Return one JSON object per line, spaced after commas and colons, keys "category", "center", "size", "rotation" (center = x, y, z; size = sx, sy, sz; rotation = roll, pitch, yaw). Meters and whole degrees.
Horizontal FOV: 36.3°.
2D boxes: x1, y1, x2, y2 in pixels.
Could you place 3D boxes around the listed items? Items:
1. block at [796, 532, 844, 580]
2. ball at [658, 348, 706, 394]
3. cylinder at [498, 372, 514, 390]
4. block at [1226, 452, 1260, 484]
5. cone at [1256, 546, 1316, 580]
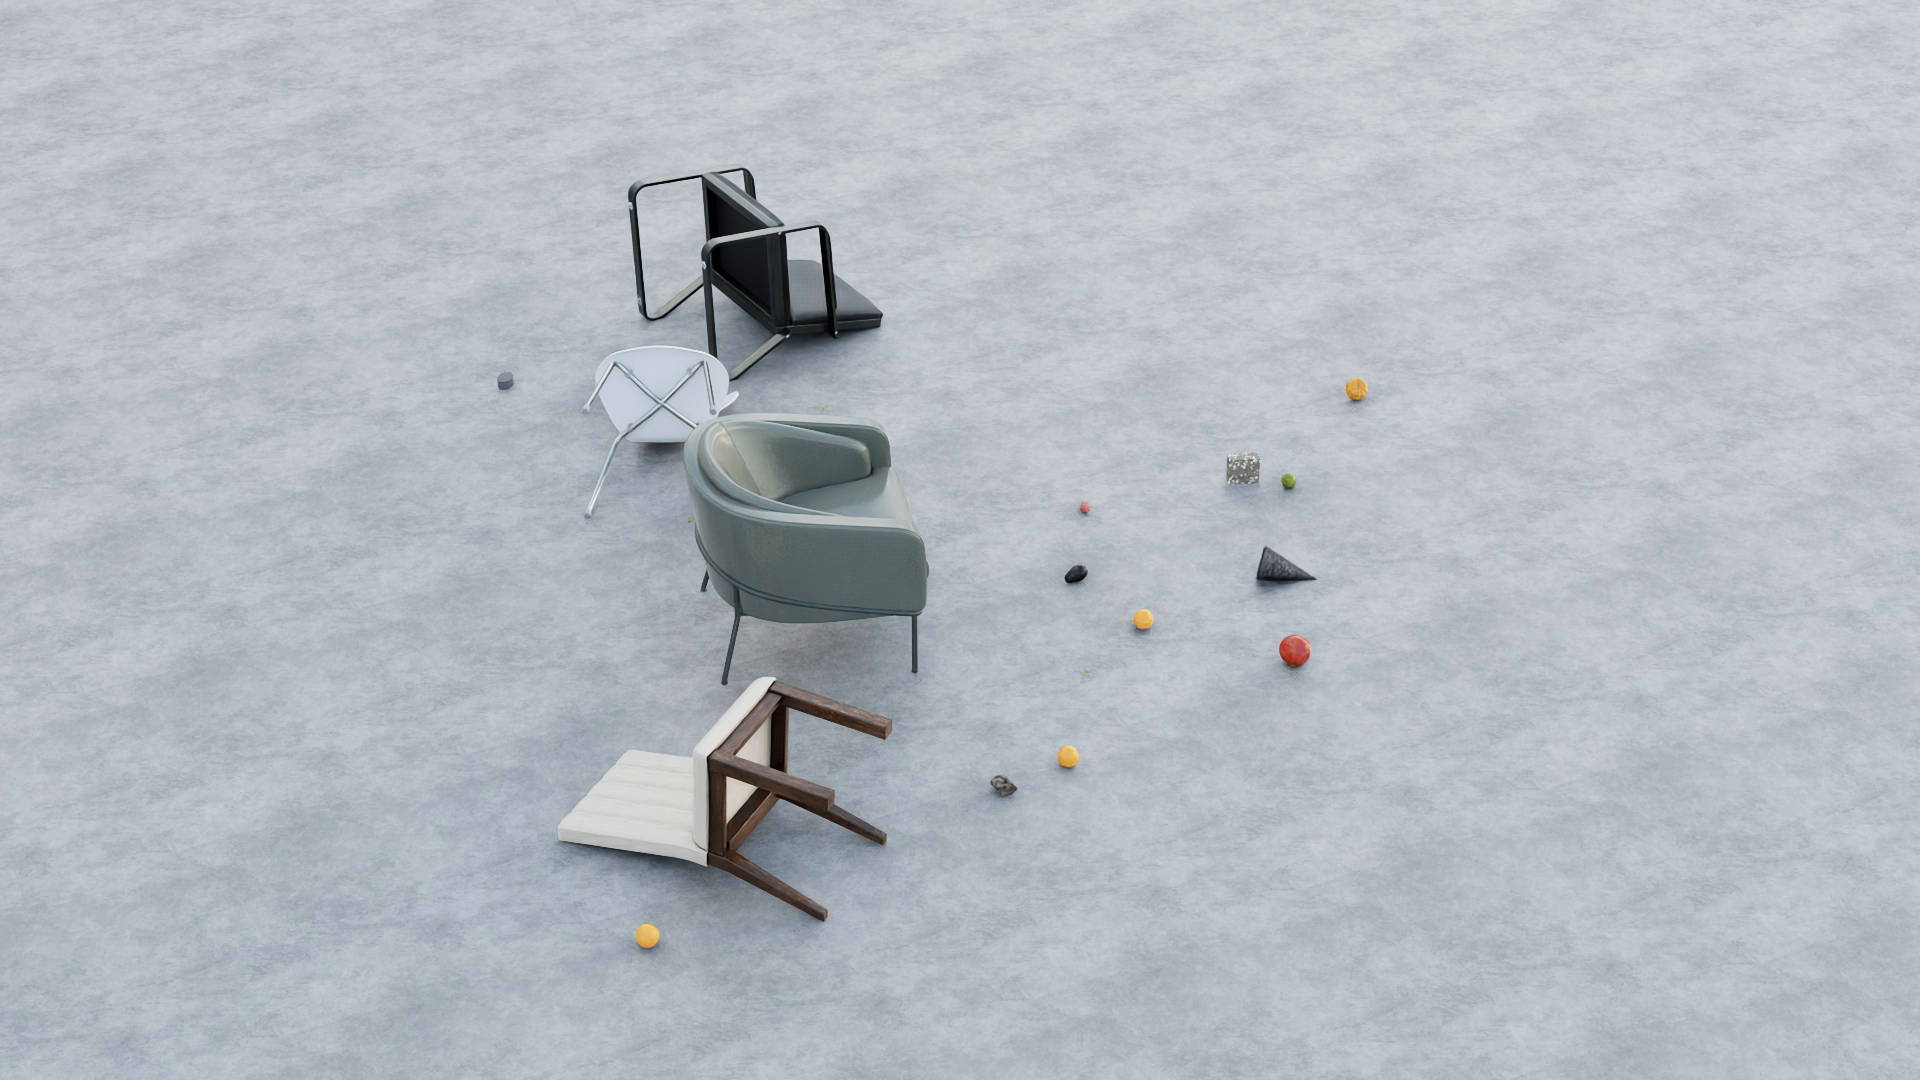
{"category": "block", "center": [-0.514, 0.056, 10.786], "size": [0.122, 0.081, 0.168], "rotation": [11, 35, 17]}
{"category": "ball", "center": [-1.117, -0.681, 11.804], "size": [0.191, 0.191, 0.191], "rotation": [0, 33, 0]}
{"category": "cylinder", "center": [-1.843, -0.645, 11.889], "size": [0.060, 0.038, 0.084], "rotation": [8, 34, 12]}
{"category": "block", "center": [1.088, -0.275, 11.263], "size": [0.119, 0.109, 0.049], "rotation": [-2, 33, -3]}
{"category": "cone", "center": [1.205, 0.113, 10.730], "size": [0.216, 0.097, 0.205], "rotation": [17, 30, 2]}
